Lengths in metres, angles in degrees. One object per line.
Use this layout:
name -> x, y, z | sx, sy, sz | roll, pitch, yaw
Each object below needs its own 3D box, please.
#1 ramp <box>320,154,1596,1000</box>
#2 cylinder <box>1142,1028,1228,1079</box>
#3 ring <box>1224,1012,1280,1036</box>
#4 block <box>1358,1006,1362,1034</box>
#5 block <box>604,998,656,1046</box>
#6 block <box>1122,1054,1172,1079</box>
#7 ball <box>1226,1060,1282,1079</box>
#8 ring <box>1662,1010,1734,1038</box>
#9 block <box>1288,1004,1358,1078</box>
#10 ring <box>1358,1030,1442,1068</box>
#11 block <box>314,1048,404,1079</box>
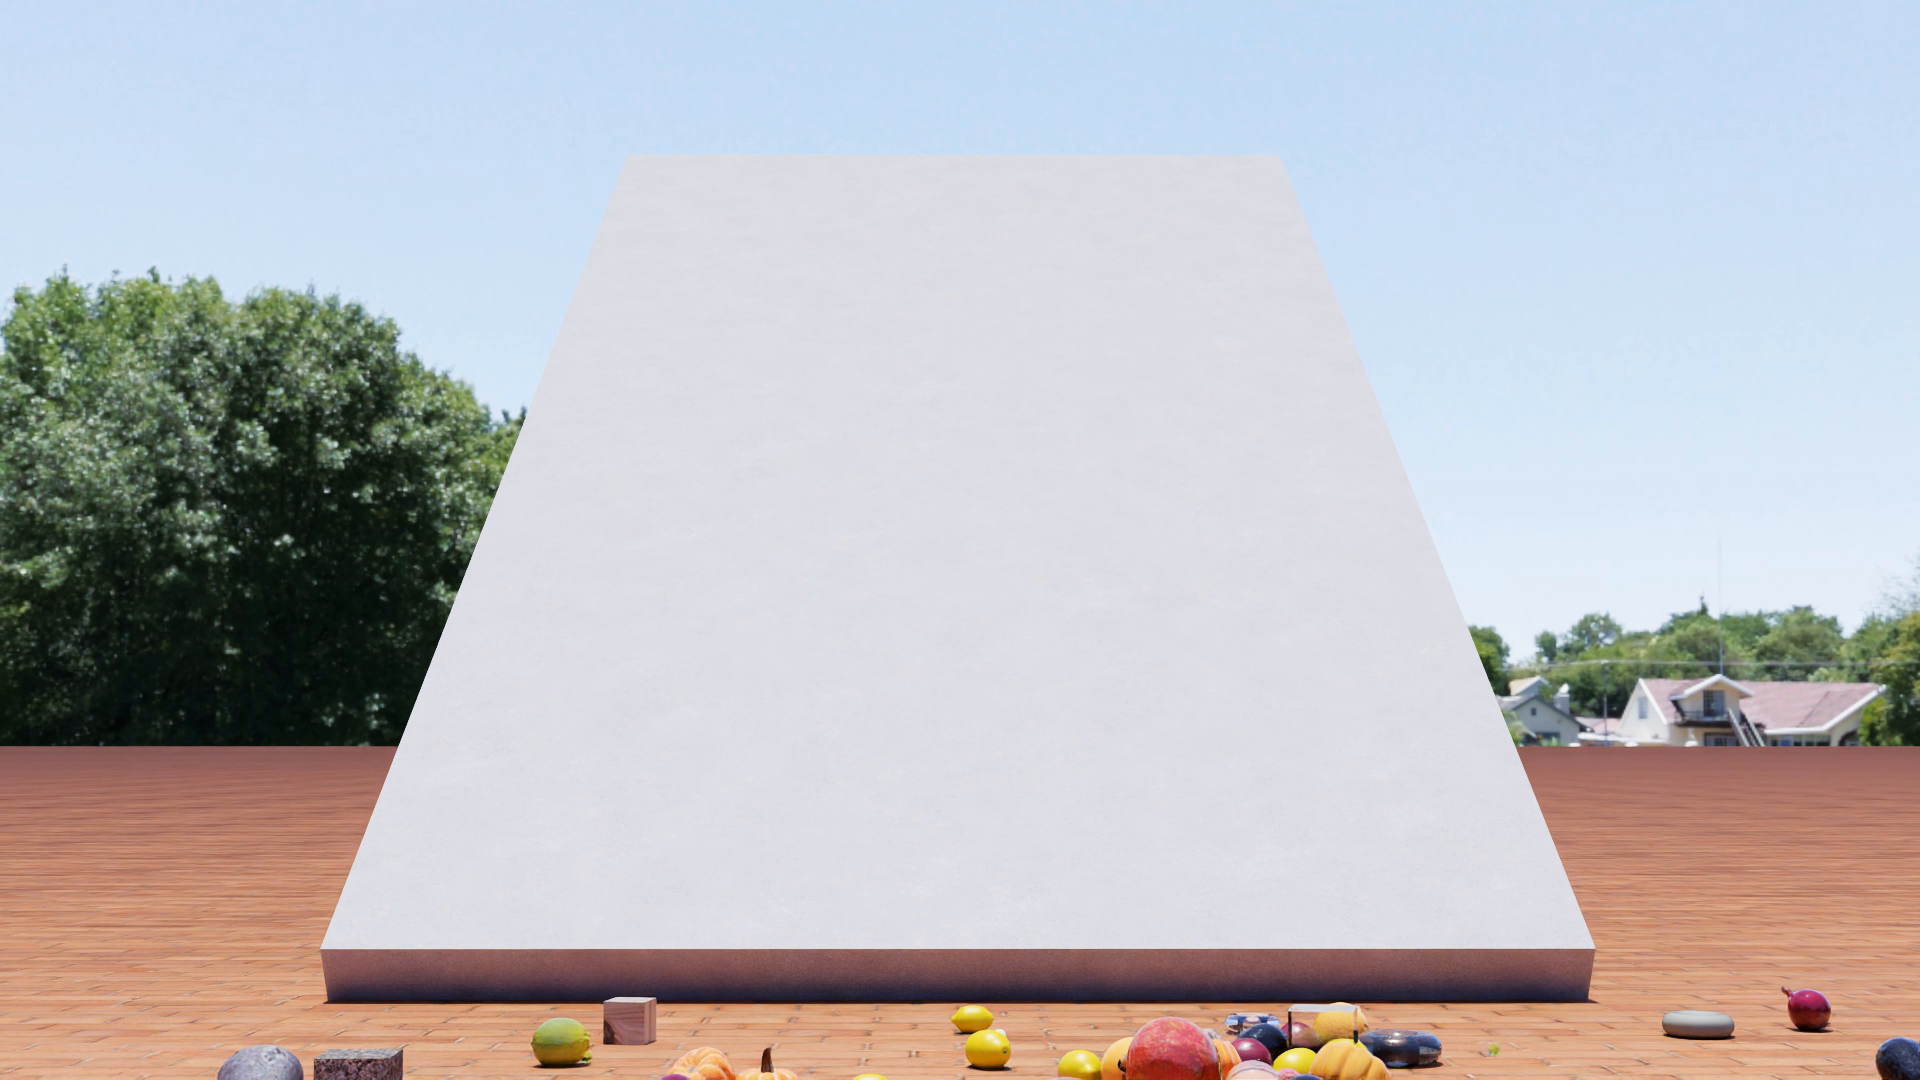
ramp -> -0.011, -0.226, 5.524 | 2.000, 0.100, 4.000 | 0, 27, 0
cylinder -> 0.263, 0.610, 2.772 | 0.073, 0.073, 0.073 | 3, -5, -28
ring -> 0.412, 0.681, 3.341 | 0.078, 0.026, 0.078 | 1, -6, 0
block -> 0.506, 0.652, 3.162 | 0.055, 0.055, 0.055 | 0, -5, 6
block -> -0.451, 0.657, 3.241 | 0.057, 0.057, 0.057 | -1, -5, 9
block -> 0.210, 0.611, 2.673 | 0.054, 0.054, 0.054 | 0, -5, 4
ball -> 0.317, 0.595, 2.560 | 0.066, 0.066, 0.066 | 0, -5, 0
ring -> 1.029, 0.676, 3.308 | 0.097, 0.032, 0.097 | 1, -6, 0
block -> 0.450, 0.621, 2.941 | 0.079, 0.079, 0.079 | -1, -5, 13
ring -> 0.557, 0.649, 3.031 | 0.116, 0.039, 0.116 | -1, -6, 0
block -> -0.639, 0.586, 2.521 | 0.079, 0.079, 0.079 | 0, -5, -3
